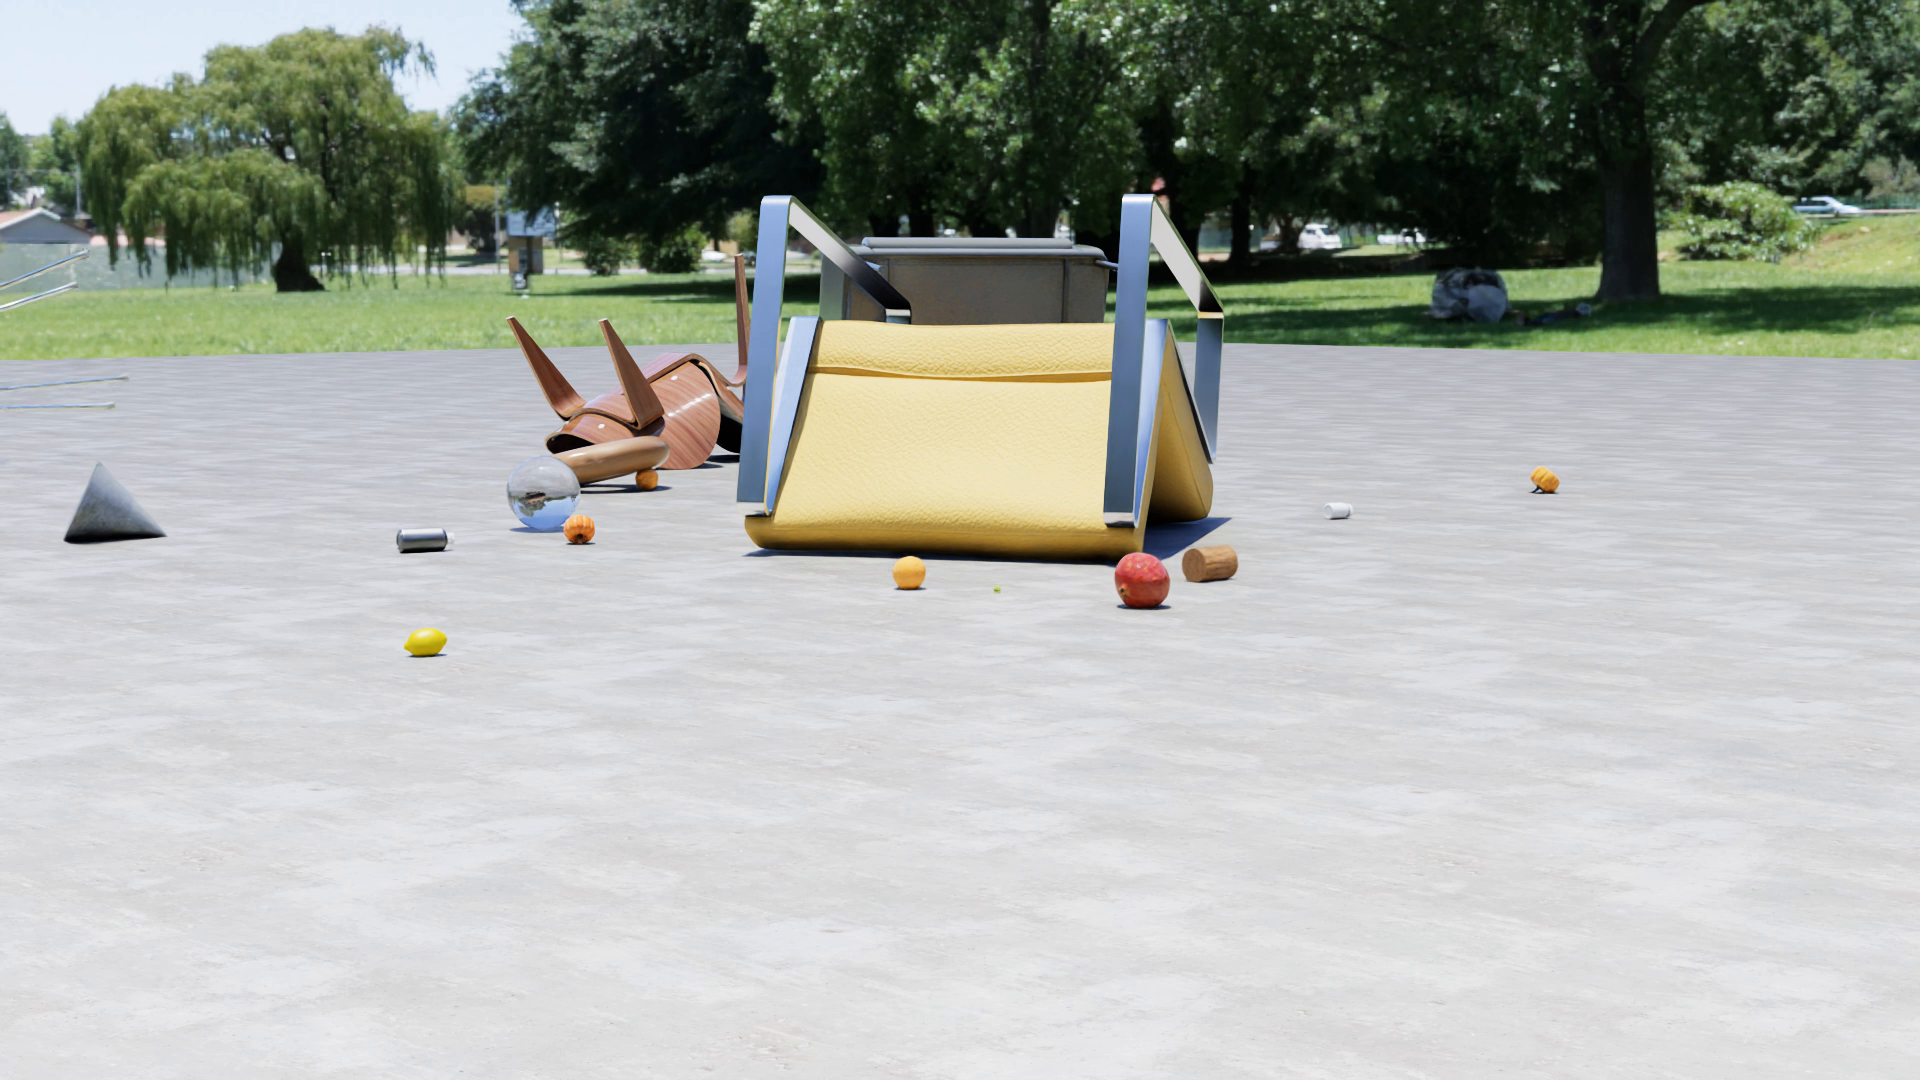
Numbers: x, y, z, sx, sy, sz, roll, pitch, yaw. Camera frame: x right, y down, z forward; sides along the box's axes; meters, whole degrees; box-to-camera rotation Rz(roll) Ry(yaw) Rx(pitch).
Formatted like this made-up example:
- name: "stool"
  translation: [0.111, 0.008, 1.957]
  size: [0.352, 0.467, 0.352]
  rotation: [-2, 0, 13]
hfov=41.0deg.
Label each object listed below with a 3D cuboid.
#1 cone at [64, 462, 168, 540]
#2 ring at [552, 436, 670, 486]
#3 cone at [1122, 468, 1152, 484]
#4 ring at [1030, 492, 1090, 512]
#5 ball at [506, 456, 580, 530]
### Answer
- name: "cone"
  translation: [-2.100, -0.053, 6.455]
  size: [0.228, 0.213, 0.255]
  rotation: [25, -17, -19]
- name: "ring"
  translation: [-1.115, -0.238, 7.937]
  size: [0.441, 0.105, 0.373]
  rotation: [-12, 1, -4]
- name: "cone"
  translation: [0.553, -0.191, 8.150]
  size: [0.087, 0.050, 0.128]
  rotation: [-17, 8, -4]
- name: "ring"
  translation: [0.281, -0.106, 7.238]
  size: [0.165, 0.042, 0.200]
  rotation: [-2, 7, -13]
- name: "ball"
  translation: [-1.082, -0.123, 6.665]
  size: [0.193, 0.193, 0.193]
  rotation: [0, 6, 0]
